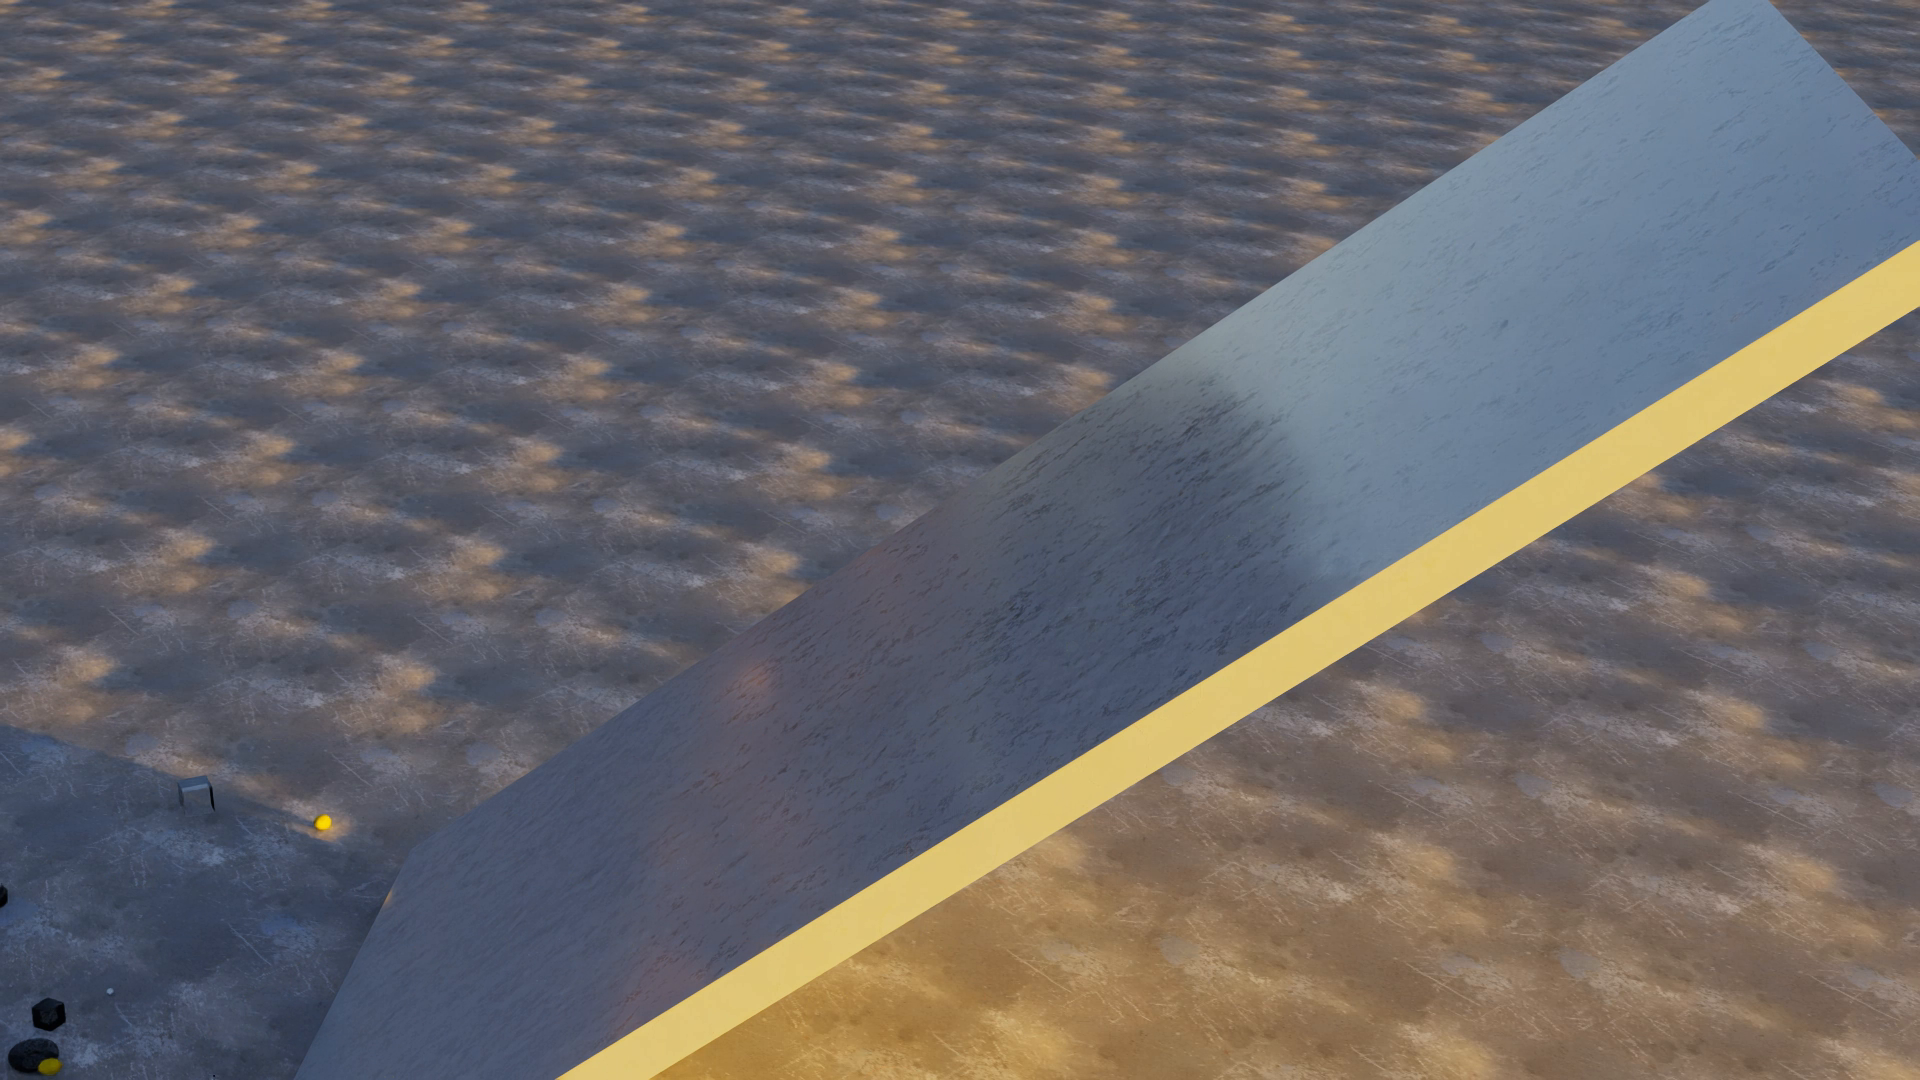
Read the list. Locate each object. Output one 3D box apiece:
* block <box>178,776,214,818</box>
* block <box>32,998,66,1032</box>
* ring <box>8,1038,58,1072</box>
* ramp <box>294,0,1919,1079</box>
[{"bbox_3d":[-2.113,0.709,8.136,0.079,0.079,0.079,-10,24,-24],"label":"block"},{"bbox_3d":[-2.194,1.143,7.084,0.053,0.053,0.053,11,24,25],"label":"block"},{"bbox_3d":[-2.182,1.213,6.928,0.116,0.039,0.116,1,23,0],"label":"ring"},{"bbox_3d":[0.134,0.175,6.311,4.000,0.100,2.000,-33,16,15],"label":"ramp"}]
